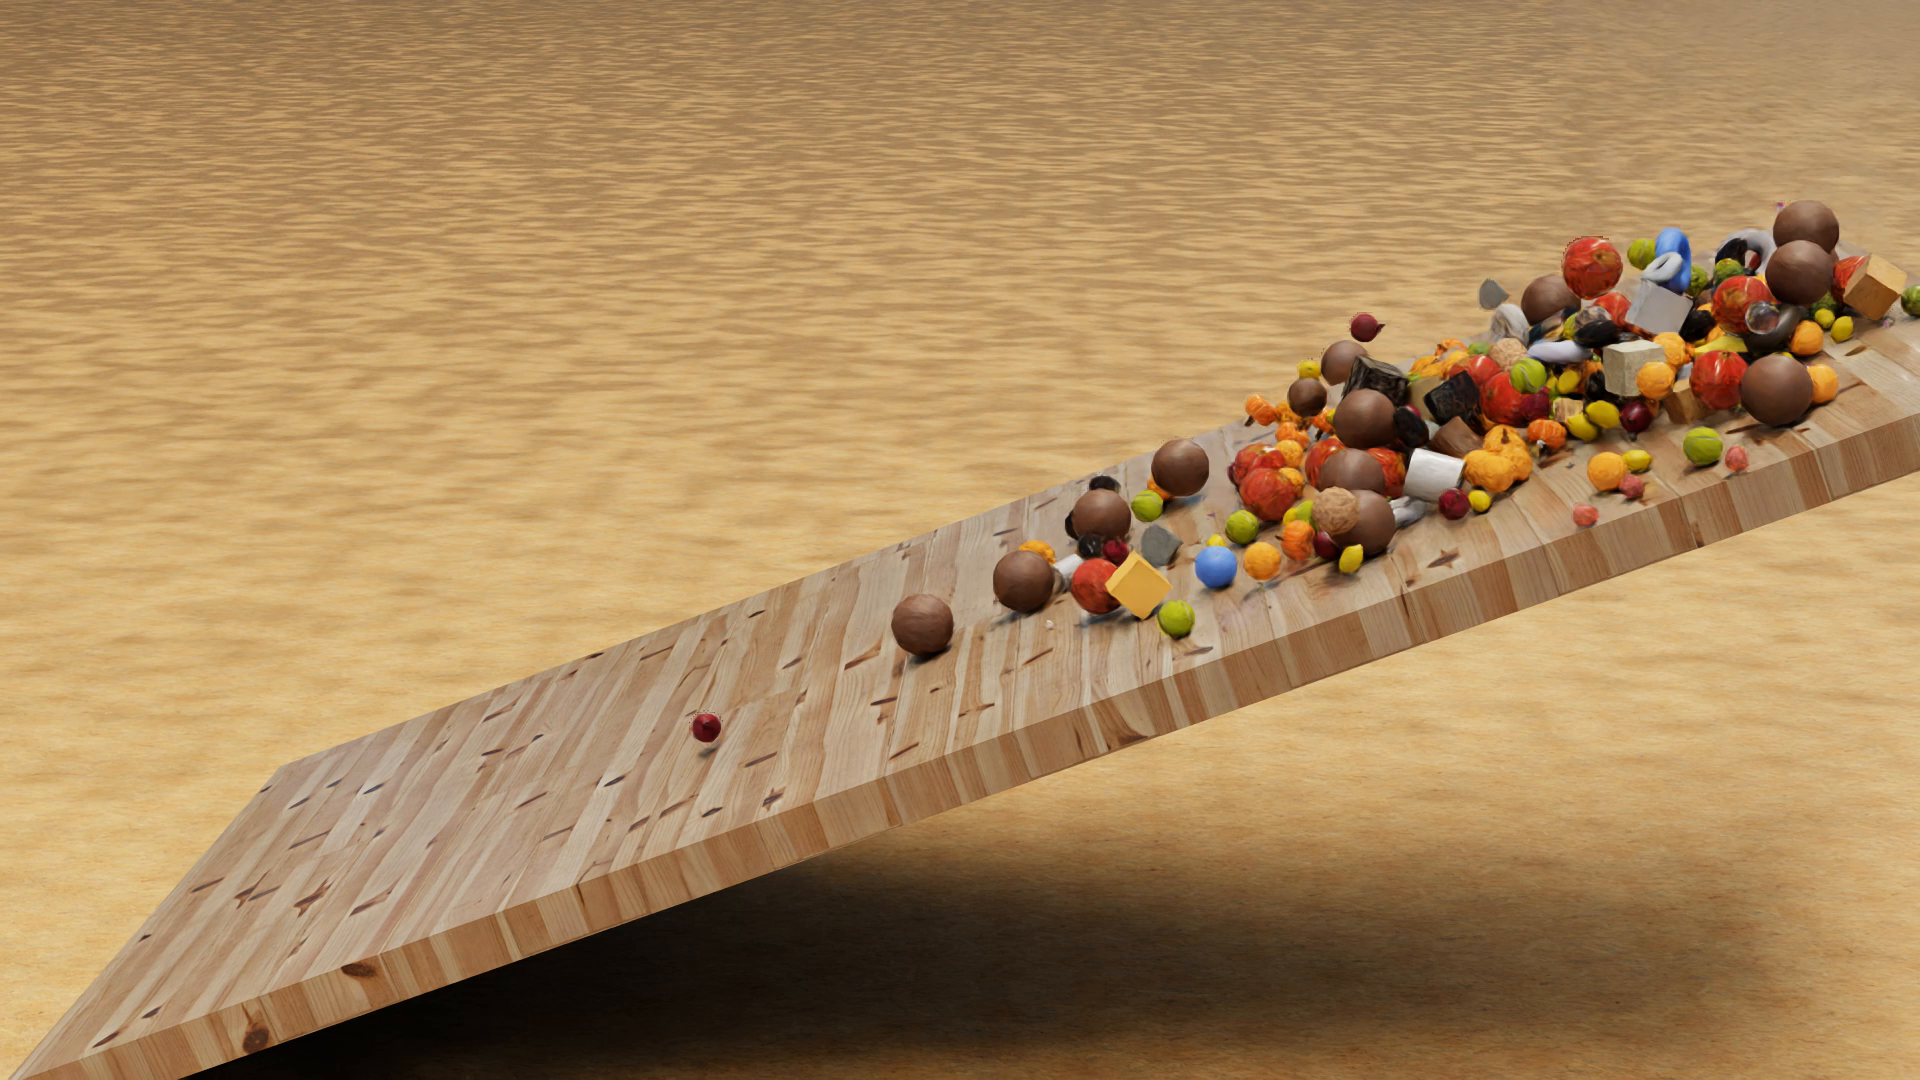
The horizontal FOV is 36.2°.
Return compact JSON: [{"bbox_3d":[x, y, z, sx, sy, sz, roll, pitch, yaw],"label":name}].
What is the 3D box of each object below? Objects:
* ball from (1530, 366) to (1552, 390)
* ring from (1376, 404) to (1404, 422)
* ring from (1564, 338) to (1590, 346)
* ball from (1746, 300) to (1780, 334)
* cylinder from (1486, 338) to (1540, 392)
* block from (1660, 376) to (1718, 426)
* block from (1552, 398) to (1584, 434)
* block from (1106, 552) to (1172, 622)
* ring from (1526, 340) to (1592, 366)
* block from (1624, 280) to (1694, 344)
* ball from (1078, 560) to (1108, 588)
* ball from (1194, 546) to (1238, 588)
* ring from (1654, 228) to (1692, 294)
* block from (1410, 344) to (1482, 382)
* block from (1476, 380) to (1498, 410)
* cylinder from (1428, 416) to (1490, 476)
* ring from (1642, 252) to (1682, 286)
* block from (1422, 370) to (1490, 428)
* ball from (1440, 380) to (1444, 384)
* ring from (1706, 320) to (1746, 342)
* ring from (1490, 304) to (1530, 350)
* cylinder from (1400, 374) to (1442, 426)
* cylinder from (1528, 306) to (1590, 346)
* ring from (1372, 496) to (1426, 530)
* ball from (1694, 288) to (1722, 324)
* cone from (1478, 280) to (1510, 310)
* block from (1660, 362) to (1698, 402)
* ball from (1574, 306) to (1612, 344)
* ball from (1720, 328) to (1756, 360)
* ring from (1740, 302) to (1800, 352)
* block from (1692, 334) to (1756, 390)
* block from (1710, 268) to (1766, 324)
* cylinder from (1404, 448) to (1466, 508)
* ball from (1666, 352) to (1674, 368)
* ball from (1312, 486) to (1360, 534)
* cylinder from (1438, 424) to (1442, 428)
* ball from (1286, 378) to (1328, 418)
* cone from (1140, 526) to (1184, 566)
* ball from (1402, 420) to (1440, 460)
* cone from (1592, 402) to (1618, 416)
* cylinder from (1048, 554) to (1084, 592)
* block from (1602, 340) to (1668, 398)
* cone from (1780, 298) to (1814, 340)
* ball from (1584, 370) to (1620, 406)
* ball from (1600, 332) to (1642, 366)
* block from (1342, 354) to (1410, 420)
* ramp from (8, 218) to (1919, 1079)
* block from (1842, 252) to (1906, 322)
[{"bbox_3d":[1.240,-0.353,6.322,0.061,0.061,0.061,0,13,0],"label":"ball"},{"bbox_3d":[0.973,-0.294,6.600,0.086,0.029,0.086,-25,12,6],"label":"ring"},{"bbox_3d":[1.355,-0.424,6.525,0.092,0.031,0.092,-21,13,5],"label":"ring"},{"bbox_3d":[1.536,-0.426,5.631,0.065,0.065,0.065,0,13,0],"label":"ball"},{"bbox_3d":[1.158,-0.367,6.155,0.082,0.082,0.082,-6,41,-23],"label":"cylinder"},{"bbox_3d":[1.395,-0.266,5.630,0.068,0.068,0.068,-25,12,-12],"label":"block"},{"bbox_3d":[1.205,-0.247,5.836,0.051,0.051,0.051,7,-16,8],"label":"block"},{"bbox_3d":[0.348,0.089,5.737,0.087,0.087,0.087,40,6,-10],"label":"block"},{"bbox_3d":[1.199,-0.375,5.888,0.128,0.043,0.128,-4,1,0],"label":"ring"},{"bbox_3d":[1.413,-0.463,5.952,0.092,0.092,0.092,24,9,-3],"label":"block"},{"bbox_3d":[0.275,0.071,6.097,0.060,0.060,0.060,0,13,0],"label":"ball"},{"bbox_3d":[0.499,0.052,5.727,0.083,0.083,0.083,0,13,0],"label":"ball"},{"bbox_3d":[1.496,-0.583,6.171,0.048,0.145,0.145,-2,10,31],"label":"ring"},{"bbox_3d":[1.074,-0.358,6.491,0.091,0.091,0.091,-34,-6,-44],"label":"block"},{"bbox_3d":[1.120,-0.307,6.342,0.054,0.054,0.054,-22,12,-6],"label":"block"},{"bbox_3d":[0.990,-0.183,5.835,0.088,0.088,0.088,47,33,17],"label":"cylinder"},{"bbox_3d":[1.437,-0.553,6.020,0.094,0.031,0.094,-37,15,12],"label":"ring"},{"bbox_3d":[1.008,-0.279,5.978,0.090,0.090,0.090,-32,-5,-1],"label":"block"},{"bbox_3d":[0.999,-0.305,6.191,0.073,0.073,0.073,0,13,0],"label":"ball"},{"bbox_3d":[1.598,-0.435,6.132,0.087,0.029,0.087,-25,18,9],"label":"ring"},{"bbox_3d":[1.206,-0.455,6.453,0.044,0.131,0.131,-9,15,-17],"label":"ring"},{"bbox_3d":[0.964,-0.286,6.108,0.093,0.093,0.093,-20,3,1],"label":"cylinder"},{"bbox_3d":[1.288,-0.438,6.301,0.096,0.096,0.096,-11,-12,-39],"label":"cylinder"},{"bbox_3d":[0.850,-0.052,5.696,0.111,0.037,0.111,-21,12,5],"label":"ring"},{"bbox_3d":[1.595,-0.495,6.233,0.075,0.075,0.075,0,13,0],"label":"ball"},{"bbox_3d":[1.196,-0.541,6.516,0.067,0.067,0.067,-2,12,-36],"label":"cone"},{"bbox_3d":[1.419,-0.310,5.809,0.058,0.058,0.058,-30,14,-30],"label":"block"},{"bbox_3d":[1.281,-0.436,5.951,0.077,0.077,0.077,0,13,0],"label":"ball"},{"bbox_3d":[1.549,-0.383,5.868,0.077,0.077,0.077,0,13,0],"label":"ball"},{"bbox_3d":[1.589,-0.418,5.765,0.129,0.043,0.129,-38,12,10],"label":"ring"},{"bbox_3d":[1.505,-0.350,5.793,0.077,0.077,0.077,-24,12,-4],"label":"block"},{"bbox_3d":[1.618,-0.508,6.117,0.077,0.077,0.077,-12,29,35],"label":"block"},{"bbox_3d":[0.913,-0.119,5.649,0.097,0.097,0.097,16,17,15],"label":"cylinder"},{"bbox_3d":[1.431,-0.361,6.024,0.060,0.060,0.060,0,13,0],"label":"ball"},{"bbox_3d":[0.694,-0.054,5.434,0.088,0.088,0.088,0,13,0],"label":"ball"},{"bbox_3d":[0.991,-0.215,6.144,0.055,0.055,0.055,0,13,2],"label":"cylinder"},{"bbox_3d":[0.735,-0.301,6.232,0.086,0.086,0.086,0,13,0],"label":"ball"},{"bbox_3d":[0.437,0.008,6.099,0.087,0.087,0.087,-8,15,-44],"label":"cone"},{"bbox_3d":[0.942,-0.198,5.966,0.091,0.091,0.091,0,13,0],"label":"ball"},{"bbox_3d":[1.311,-0.274,5.929,0.053,0.053,0.053,3,9,-36],"label":"cone"},{"bbox_3d":[0.227,0.069,6.189,0.060,0.060,0.060,-27,25,-27],"label":"cylinder"},{"bbox_3d":[1.308,-0.333,5.701,0.088,0.088,0.088,-9,14,-13],"label":"block"},{"bbox_3d":[1.707,-0.442,5.961,0.083,0.083,0.083,5,7,-37],"label":"cone"},{"bbox_3d":[1.263,-0.298,5.779,0.070,0.070,0.070,0,13,0],"label":"ball"},{"bbox_3d":[1.334,-0.370,5.904,0.096,0.096,0.096,0,13,0],"label":"ball"},{"bbox_3d":[0.859,-0.316,6.088,0.092,0.092,0.092,15,18,-15],"label":"block"},{"bbox_3d":[0.118,0.176,6.295,4.000,0.100,2.000,-20,12,7],"label":"ramp"},{"bbox_3d":[1.804,-0.499,5.802,0.080,0.080,0.080,33,44,1],"label":"block"}]
